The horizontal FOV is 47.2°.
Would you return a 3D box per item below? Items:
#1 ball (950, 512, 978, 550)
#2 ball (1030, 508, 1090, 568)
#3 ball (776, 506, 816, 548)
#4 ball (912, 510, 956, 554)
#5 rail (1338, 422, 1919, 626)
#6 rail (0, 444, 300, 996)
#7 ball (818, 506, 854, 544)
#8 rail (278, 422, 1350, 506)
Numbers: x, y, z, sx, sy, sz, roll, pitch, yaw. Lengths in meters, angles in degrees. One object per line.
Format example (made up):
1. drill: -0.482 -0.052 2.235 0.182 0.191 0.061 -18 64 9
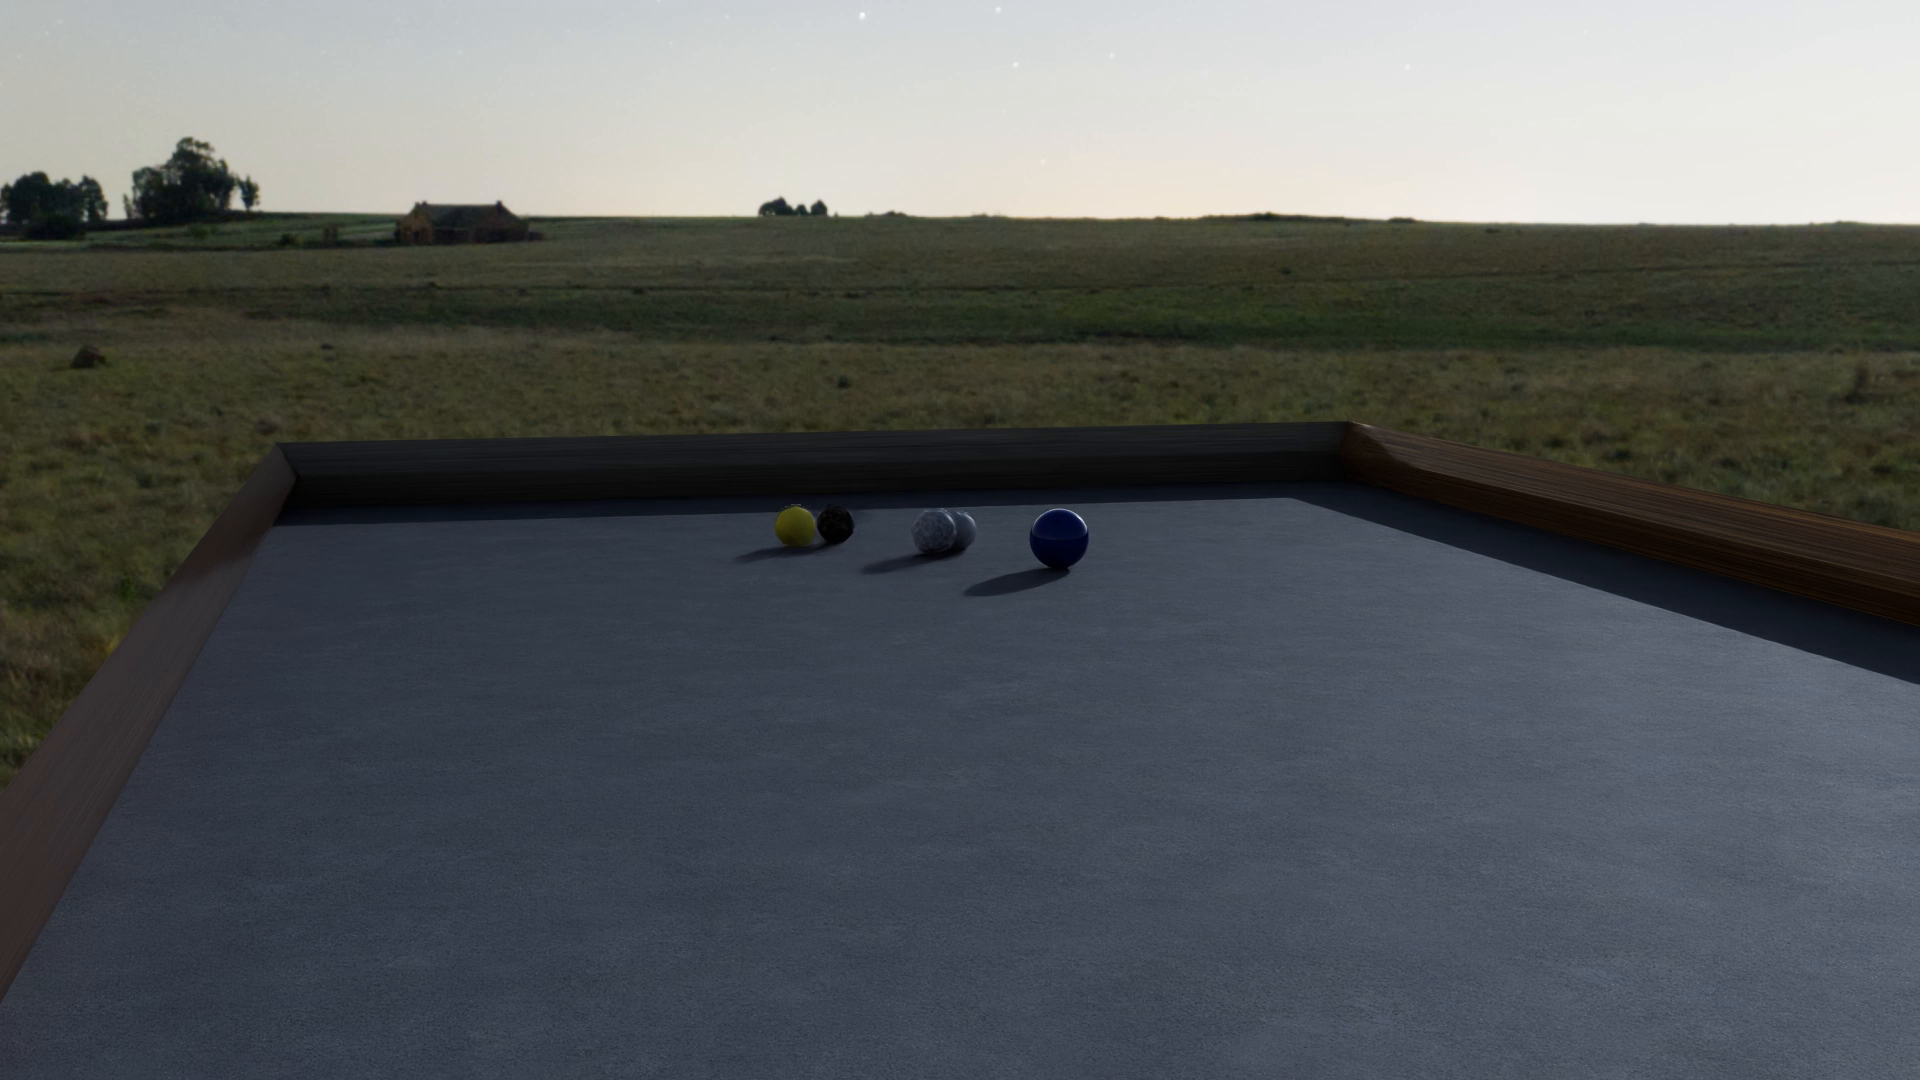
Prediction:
1. ball: -0.001 -0.015 3.780 0.062 0.062 0.062 0 8 0
2. ball: 0.161 -0.002 3.553 0.097 0.097 0.097 0 8 0
3. ball: -0.284 -0.022 3.802 0.070 0.070 0.070 0 8 0
4. ball: -0.044 -0.014 3.717 0.076 0.076 0.076 0 8 0
5. rail: 1.339 0.079 2.842 0.045 0.126 4.278 -2 8 -13
6. rail: -0.846 0.148 2.328 0.045 0.126 4.278 -2 8 -13
7. ball: -0.218 -0.027 3.856 0.065 0.065 0.065 0 8 0
8. rail: -0.241 -0.163 4.625 2.293 0.126 0.045 -2 8 -13
